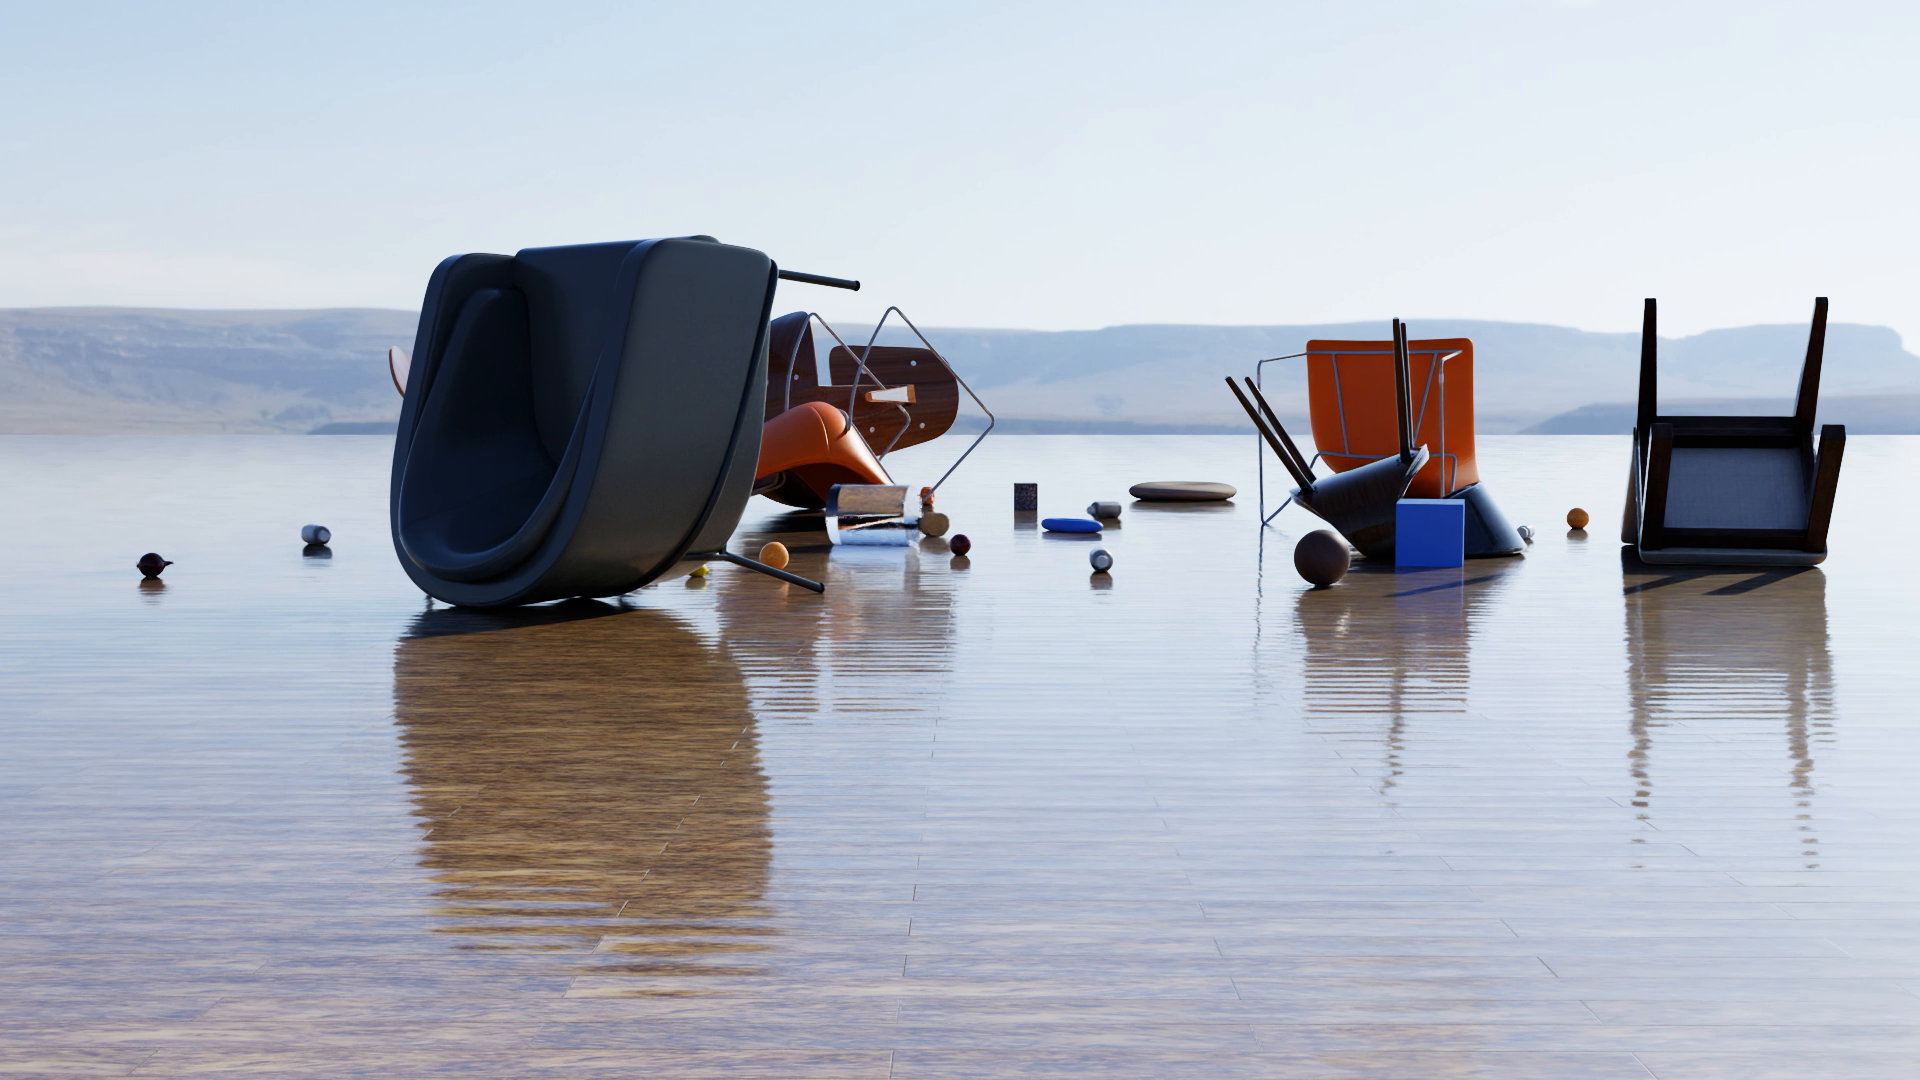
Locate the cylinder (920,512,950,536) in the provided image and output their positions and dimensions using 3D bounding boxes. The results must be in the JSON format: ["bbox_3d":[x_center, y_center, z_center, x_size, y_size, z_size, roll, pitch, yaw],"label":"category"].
[{"bbox_3d":[-0.079,-0.048,6.717,0.078,0.073,0.067,-29,15,-21],"label":"cylinder"}]

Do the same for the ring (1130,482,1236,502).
[{"bbox_3d":[0.908,-0.199,8.965,0.436,0.066,0.466,2,5,26],"label":"ring"}]

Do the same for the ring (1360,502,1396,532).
[{"bbox_3d":[1.360,-0.074,7.010,0.170,0.087,0.242,0,3,19],"label":"ring"}]

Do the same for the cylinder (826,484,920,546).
[{"bbox_3d":[-0.247,-0.072,6.313,0.230,0.178,0.169,1,43,15],"label":"cylinder"}]

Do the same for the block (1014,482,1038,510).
[{"bbox_3d":[0.245,-0.163,8.208,0.080,0.098,0.088,0,4,-4],"label":"block"}]

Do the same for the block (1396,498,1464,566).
[{"bbox_3d":[1.219,-0.021,5.694,0.166,0.158,0.265,1,4,13],"label":"block"}]

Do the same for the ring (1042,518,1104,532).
[{"bbox_3d":[0.353,-0.046,6.942,0.242,0.039,0.086,4,7,41],"label":"ring"}]
